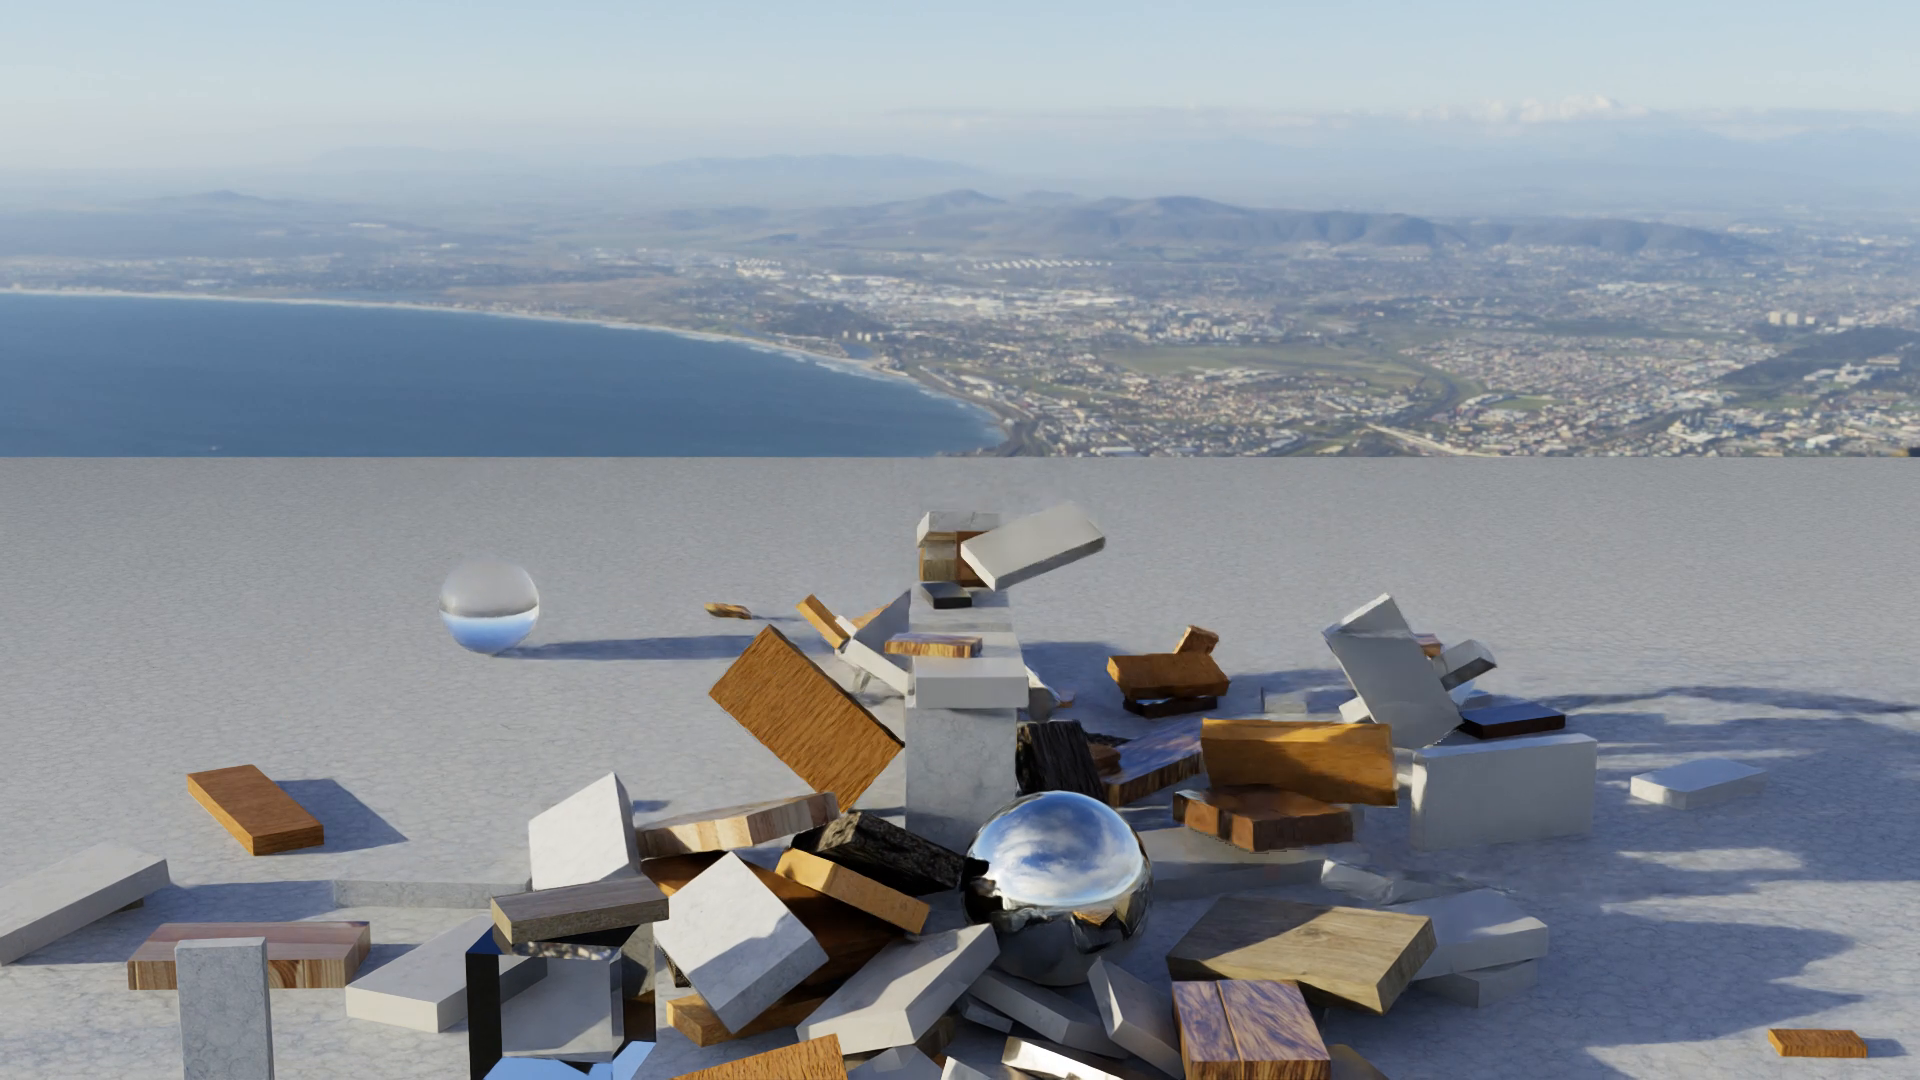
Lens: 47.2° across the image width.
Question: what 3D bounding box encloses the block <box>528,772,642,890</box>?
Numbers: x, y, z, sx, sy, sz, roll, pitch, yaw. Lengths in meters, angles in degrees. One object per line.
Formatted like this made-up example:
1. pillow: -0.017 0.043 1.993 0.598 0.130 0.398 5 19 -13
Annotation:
1. block: -0.616 0.511 3.600 0.168 0.048 0.337 -30 23 -1

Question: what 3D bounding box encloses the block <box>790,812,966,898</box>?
1. block: -0.139 0.498 3.414 0.173 0.049 0.416 26 -19 -11

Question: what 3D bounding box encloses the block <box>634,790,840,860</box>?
1. block: -0.402 0.476 3.628 0.164 0.046 0.517 -12 -3 -36

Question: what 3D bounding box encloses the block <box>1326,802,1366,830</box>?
1. block: 0.605 0.514 3.984 0.249 0.035 0.125 -9 14 -40

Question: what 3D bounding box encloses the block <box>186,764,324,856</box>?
1. block: -1.311 0.496 4.076 0.125 0.035 0.458 -7 12 -32

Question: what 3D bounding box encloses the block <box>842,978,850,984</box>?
1. block: -0.103 0.663 3.222 0.136 0.019 0.068 -1 11 -4

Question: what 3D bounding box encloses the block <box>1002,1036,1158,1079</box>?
1. block: 0.283 0.716 2.758 0.508 0.035 0.123 10 -8 42

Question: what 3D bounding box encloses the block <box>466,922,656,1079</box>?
1. block: -0.535 0.620 2.970 0.196 0.196 0.196 2 11 8

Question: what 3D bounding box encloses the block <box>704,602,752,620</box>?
1. block: -0.604 0.185 5.731 0.109 0.015 0.054 4 -22 20

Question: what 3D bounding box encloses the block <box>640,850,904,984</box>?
1. block: -0.312 0.570 3.385 0.168 0.048 0.545 -7 10 -36

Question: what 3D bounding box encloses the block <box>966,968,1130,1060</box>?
1. block: 0.119 0.659 3.076 0.123 0.035 0.247 21 -4 -35

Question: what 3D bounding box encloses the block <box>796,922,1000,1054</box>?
1. block: -0.079 0.617 3.023 0.164 0.046 0.328 -15 5 23

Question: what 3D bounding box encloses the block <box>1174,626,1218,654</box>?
1. block: 0.524 0.263 5.008 0.072 0.144 0.020 17 33 -15

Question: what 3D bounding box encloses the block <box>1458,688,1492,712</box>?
1. block: 1.075 0.355 4.863 0.186 0.026 0.093 -6 12 -30

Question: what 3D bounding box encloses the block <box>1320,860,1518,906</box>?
1. block: 0.731 0.557 3.497 0.293 0.042 0.147 12 -2 -36

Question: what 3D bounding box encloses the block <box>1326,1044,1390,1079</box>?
1. block: 0.498 0.714 2.822 0.116 0.033 0.231 -3 11 -18

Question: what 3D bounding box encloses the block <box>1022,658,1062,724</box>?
1. block: 0.140 0.312 4.721 0.178 0.072 0.020 46 19 30

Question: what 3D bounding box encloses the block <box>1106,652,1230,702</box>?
1. block: 0.460 0.300 4.858 0.242 0.034 0.121 -2 32 -23

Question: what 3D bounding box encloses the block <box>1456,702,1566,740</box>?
1. block: 1.169 0.385 4.687 0.217 0.031 0.108 -5 12 -24

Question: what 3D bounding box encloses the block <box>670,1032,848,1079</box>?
1. block: -0.280 0.686 2.678 0.291 0.041 0.145 -14 12 -6

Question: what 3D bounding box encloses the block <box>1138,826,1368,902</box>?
1. block: 0.428 0.540 3.731 0.518 0.042 0.147 -4 25 -20

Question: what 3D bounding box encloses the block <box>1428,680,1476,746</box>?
1. block: 1.027 0.356 4.638 0.031 0.108 0.229 38 20 10

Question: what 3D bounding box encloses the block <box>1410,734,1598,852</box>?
1. block: 0.975 0.451 3.941 0.347 0.173 0.049 -4 12 -18

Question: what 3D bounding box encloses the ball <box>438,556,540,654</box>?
1. ball: -1.142 0.159 5.335 0.240 0.240 0.240 0 11 0

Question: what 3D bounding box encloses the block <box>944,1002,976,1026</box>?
1. block: -0.052 0.678 3.140 0.136 0.019 0.068 -4 11 -22

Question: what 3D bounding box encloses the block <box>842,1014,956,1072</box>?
1. block: -0.142 0.703 2.899 0.118 0.034 0.340 3 14 29

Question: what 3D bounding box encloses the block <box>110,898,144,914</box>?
1. block: -1.428 0.583 3.641 0.085 0.024 0.171 -9 14 -40

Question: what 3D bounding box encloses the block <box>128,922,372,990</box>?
1. block: -1.073 0.629 3.335 0.319 0.045 0.159 0 11 -1

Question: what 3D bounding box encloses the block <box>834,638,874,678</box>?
1. block: -0.234 0.275 5.127 0.109 0.015 0.054 33 40 6

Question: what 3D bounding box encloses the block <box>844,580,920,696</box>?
1. block: -0.098 0.214 4.862 0.175 0.050 0.351 32 30 11

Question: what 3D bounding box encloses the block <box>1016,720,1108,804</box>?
1. block: 0.174 0.414 3.939 0.048 0.169 0.344 -21 -10 16

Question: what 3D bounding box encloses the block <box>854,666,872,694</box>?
1. block: -0.200 0.268 4.931 0.020 0.143 0.072 21 -22 9

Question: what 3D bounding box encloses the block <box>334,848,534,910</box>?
1. block: -0.862 0.566 3.674 0.319 0.045 0.159 1 11 4

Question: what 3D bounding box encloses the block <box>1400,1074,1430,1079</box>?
1. block: 0.588 0.730 2.868 0.058 0.016 0.115 6 12 31

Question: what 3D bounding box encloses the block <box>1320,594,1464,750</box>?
1. block: 0.871 0.277 4.425 0.152 0.304 0.043 -32 10 1

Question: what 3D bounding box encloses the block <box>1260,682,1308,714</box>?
1. block: 0.719 0.350 4.888 0.093 0.026 0.186 1 11 5

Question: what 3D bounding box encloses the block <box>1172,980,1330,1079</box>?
1. block: 0.379 0.657 2.909 0.173 0.049 0.346 -1 5 2

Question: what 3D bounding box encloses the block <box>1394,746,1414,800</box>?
1. block: 0.903 0.458 4.246 0.371 0.049 0.173 6 12 31

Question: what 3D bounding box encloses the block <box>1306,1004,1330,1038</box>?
1. block: 0.468 0.669 3.153 0.116 0.033 0.324 3 11 14

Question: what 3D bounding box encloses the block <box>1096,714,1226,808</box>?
1. block: 0.402 0.435 4.386 0.152 0.043 0.532 8 13 37

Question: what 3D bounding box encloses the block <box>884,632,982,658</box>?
1. block: -0.044 0.174 3.637 0.146 0.021 0.073 3 9 15

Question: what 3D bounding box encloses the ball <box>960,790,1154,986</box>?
1. ball: 0.144 0.517 3.273 0.289 0.289 0.289 0 11 0
